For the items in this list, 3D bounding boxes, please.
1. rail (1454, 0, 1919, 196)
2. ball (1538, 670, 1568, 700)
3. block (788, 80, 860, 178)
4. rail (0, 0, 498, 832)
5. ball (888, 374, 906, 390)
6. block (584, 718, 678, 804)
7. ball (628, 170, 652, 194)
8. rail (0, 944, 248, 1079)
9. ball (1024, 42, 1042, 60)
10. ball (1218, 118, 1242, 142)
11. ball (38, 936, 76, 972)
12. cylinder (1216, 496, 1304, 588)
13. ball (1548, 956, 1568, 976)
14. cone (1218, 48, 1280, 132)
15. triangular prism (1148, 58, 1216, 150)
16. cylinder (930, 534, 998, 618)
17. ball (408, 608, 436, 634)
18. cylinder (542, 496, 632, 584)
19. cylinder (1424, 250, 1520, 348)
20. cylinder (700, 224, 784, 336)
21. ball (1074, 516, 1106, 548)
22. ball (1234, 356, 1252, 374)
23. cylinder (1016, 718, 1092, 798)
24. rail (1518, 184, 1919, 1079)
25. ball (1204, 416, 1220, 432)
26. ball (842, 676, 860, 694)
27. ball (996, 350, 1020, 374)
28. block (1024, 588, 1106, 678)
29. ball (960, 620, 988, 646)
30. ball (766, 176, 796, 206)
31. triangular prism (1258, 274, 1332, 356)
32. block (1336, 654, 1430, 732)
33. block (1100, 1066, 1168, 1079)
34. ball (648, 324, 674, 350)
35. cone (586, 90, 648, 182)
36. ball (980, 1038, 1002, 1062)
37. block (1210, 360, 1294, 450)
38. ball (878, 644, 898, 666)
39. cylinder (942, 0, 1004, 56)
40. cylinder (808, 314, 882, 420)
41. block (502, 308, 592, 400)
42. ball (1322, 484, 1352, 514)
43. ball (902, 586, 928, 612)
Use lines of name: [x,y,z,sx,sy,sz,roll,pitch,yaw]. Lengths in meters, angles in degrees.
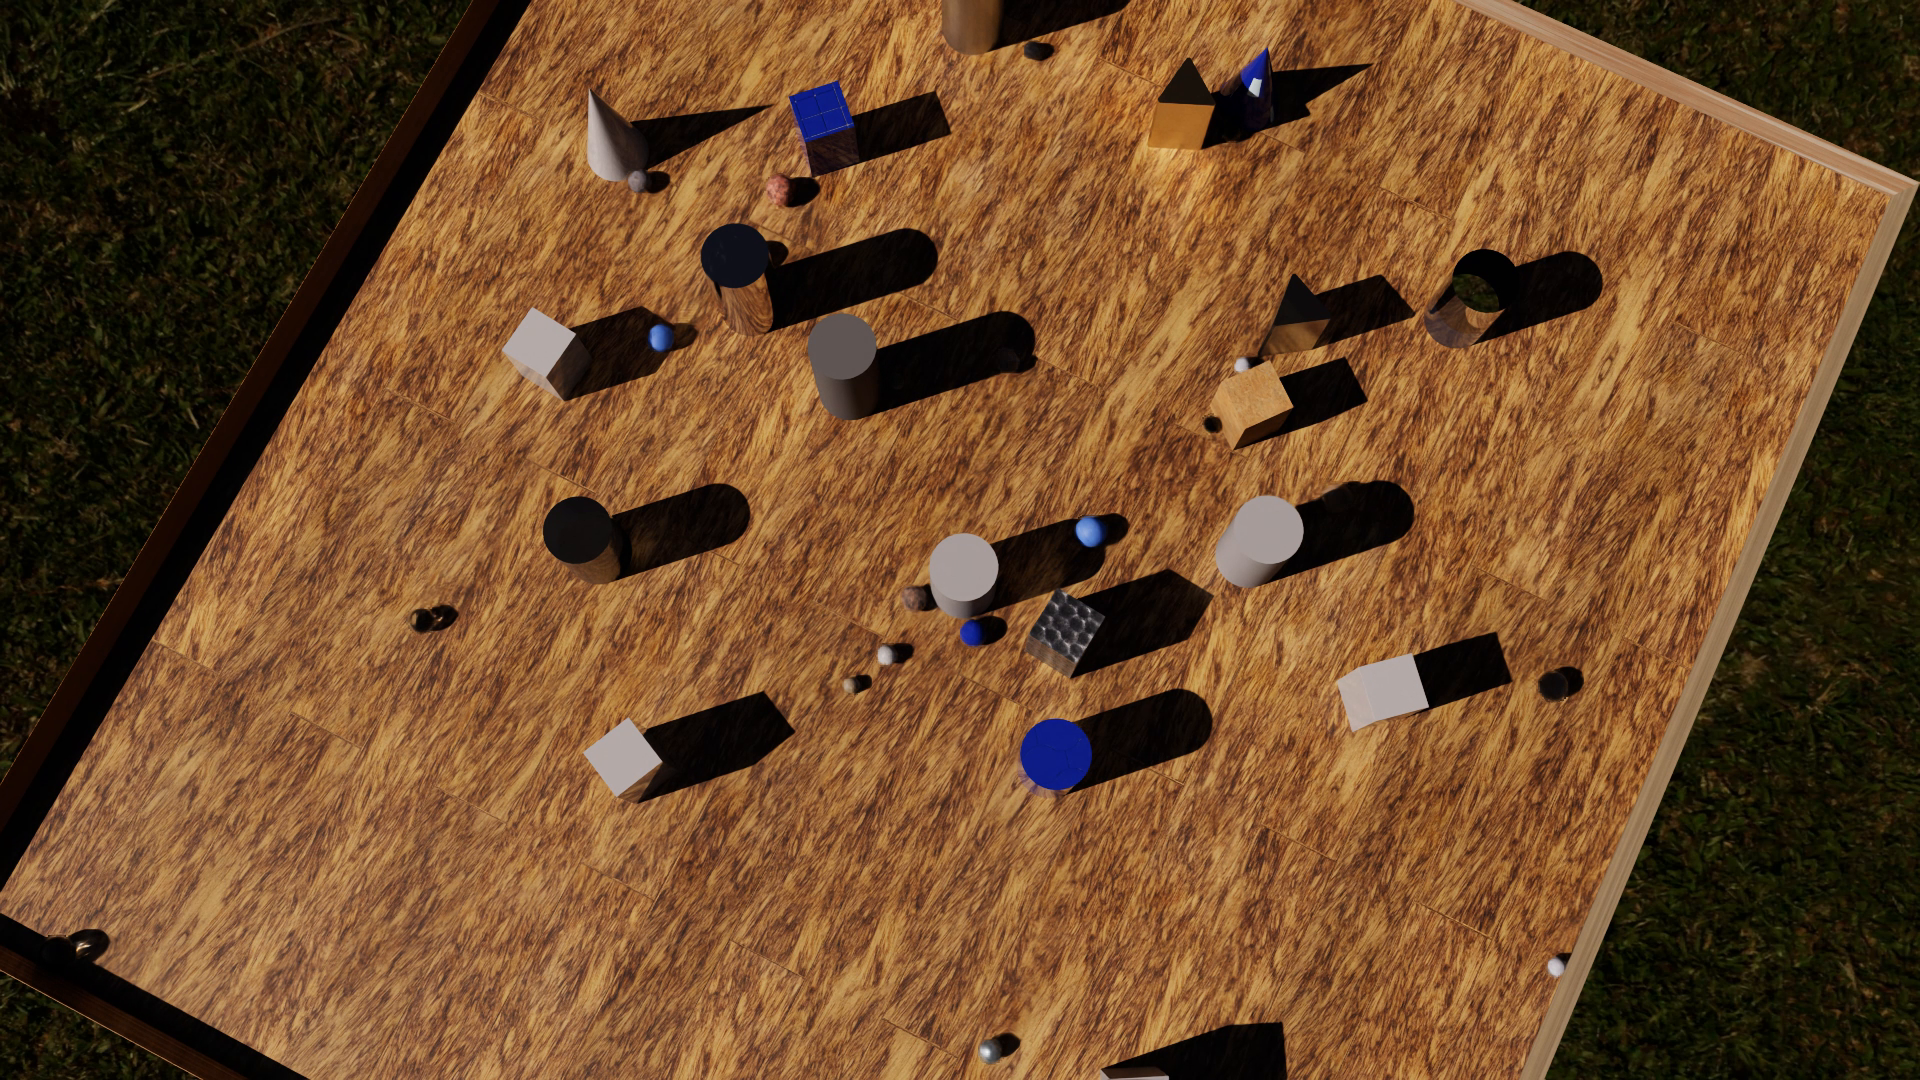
rail: [1.042,-2.033,5.970,4.346,0.130,0.045,26,80,5]
ball: [1.773,0.436,5.481,0.089,0.089,0.089,0,78,0]
block: [-0.423,-1.284,5.743,0.160,0.274,0.160,-19,79,-4]
rail: [-1.922,-0.934,5.743,0.045,0.130,4.706,26,80,5]
ball: [-0.196,-0.492,5.692,0.051,0.051,0.051,0,78,0]
block: [-0.951,0.644,5.320,0.160,0.320,0.160,-38,81,-7]
ball: [-1.016,-1.137,5.815,0.072,0.072,0.072,0,78,0]
rail: [-1.042,2.047,5.125,4.346,0.130,0.045,26,80,5]
ball: [0.233,-1.579,5.914,0.059,0.059,0.059,0,78,0]
ball: [0.863,-1.310,5.851,0.073,0.073,0.073,0,78,0]
ball: [-2.620,1.200,5.317,0.100,0.100,0.100,0,78,0]
cylinder: [0.880,0.009,5.418,0.200,0.385,0.200,0,78,0]
ball: [1.738,1.241,5.330,0.058,0.058,0.058,0,78,0]
cone: [0.929,-1.449,5.719,0.200,0.386,0.200,0,78,0]
triangular prism: [0.692,-1.365,5.732,0.173,0.328,0.150,4,78,1]
cylinder: [0.011,0.110,5.435,0.200,0.311,0.200,0,78,0]
ball: [-1.623,0.243,5.528,0.076,0.076,0.076,0,78,0]
cylinder: [-1.103,0.005,5.446,0.200,0.332,0.200,0,78,0]
cylinder: [1.557,-0.732,5.592,0.200,0.344,0.200,0,78,0]
cylinder: [-0.655,-0.782,5.550,0.200,0.448,0.200,0,78,0]
ball: [0.397,-0.024,5.572,0.097,0.097,0.097,0,78,0]
ball: [0.882,-0.542,5.701,0.055,0.055,0.055,0,78,0]
cylinder: [0.269,0.635,5.301,0.200,0.361,0.200,0,78,0]
rail: [1.922,0.948,5.353,0.045,0.130,4.706,26,80,5]
ball: [0.779,-0.358,5.664,0.053,0.053,0.053,0,78,0]
ball: [-0.326,0.436,5.500,0.051,0.051,0.051,0,78,0]
ball: [0.147,-0.554,5.693,0.075,0.075,0.075,0,78,0]
block: [0.305,0.278,5.389,0.160,0.333,0.160,31,80,6]
ball: [0.041,0.280,5.516,0.083,0.083,0.083,0,78,0]
ball: [-0.568,-1.104,5.796,0.096,0.096,0.096,0,78,0]
triangular prism: [1.008,-0.692,5.604,0.173,0.305,0.150,-8,78,-2]
block: [1.234,0.450,5.365,0.160,0.310,0.160,-14,79,-3]
block: [0.489,1.569,5.116,0.160,0.345,0.160,-3,78,-1]
ball: [-0.931,-0.631,5.704,0.084,0.084,0.084,0,78,0]
cone: [-1.097,-1.290,5.646,0.200,0.466,0.200,0,78,0]
ball: [0.090,1.470,5.278,0.067,0.067,0.067,0,78,0]
block: [0.883,-0.406,5.567,0.160,0.262,0.160,-24,79,-5]
ball: [-0.218,0.346,5.513,0.062,0.062,0.062,0,78,0]
cylinder: [0.041,-1.709,5.768,0.200,0.397,0.200,0,78,0]
cylinder: [-0.340,-0.514,5.498,0.200,0.441,0.200,0,78,0]
block: [-1.258,-0.565,5.600,0.160,0.261,0.160,31,80,6]
ball: [1.150,-0.126,5.596,0.093,0.093,0.093,0,78,0]
ball: [-0.137,0.178,5.538,0.081,0.081,0.081,0,78,0]
